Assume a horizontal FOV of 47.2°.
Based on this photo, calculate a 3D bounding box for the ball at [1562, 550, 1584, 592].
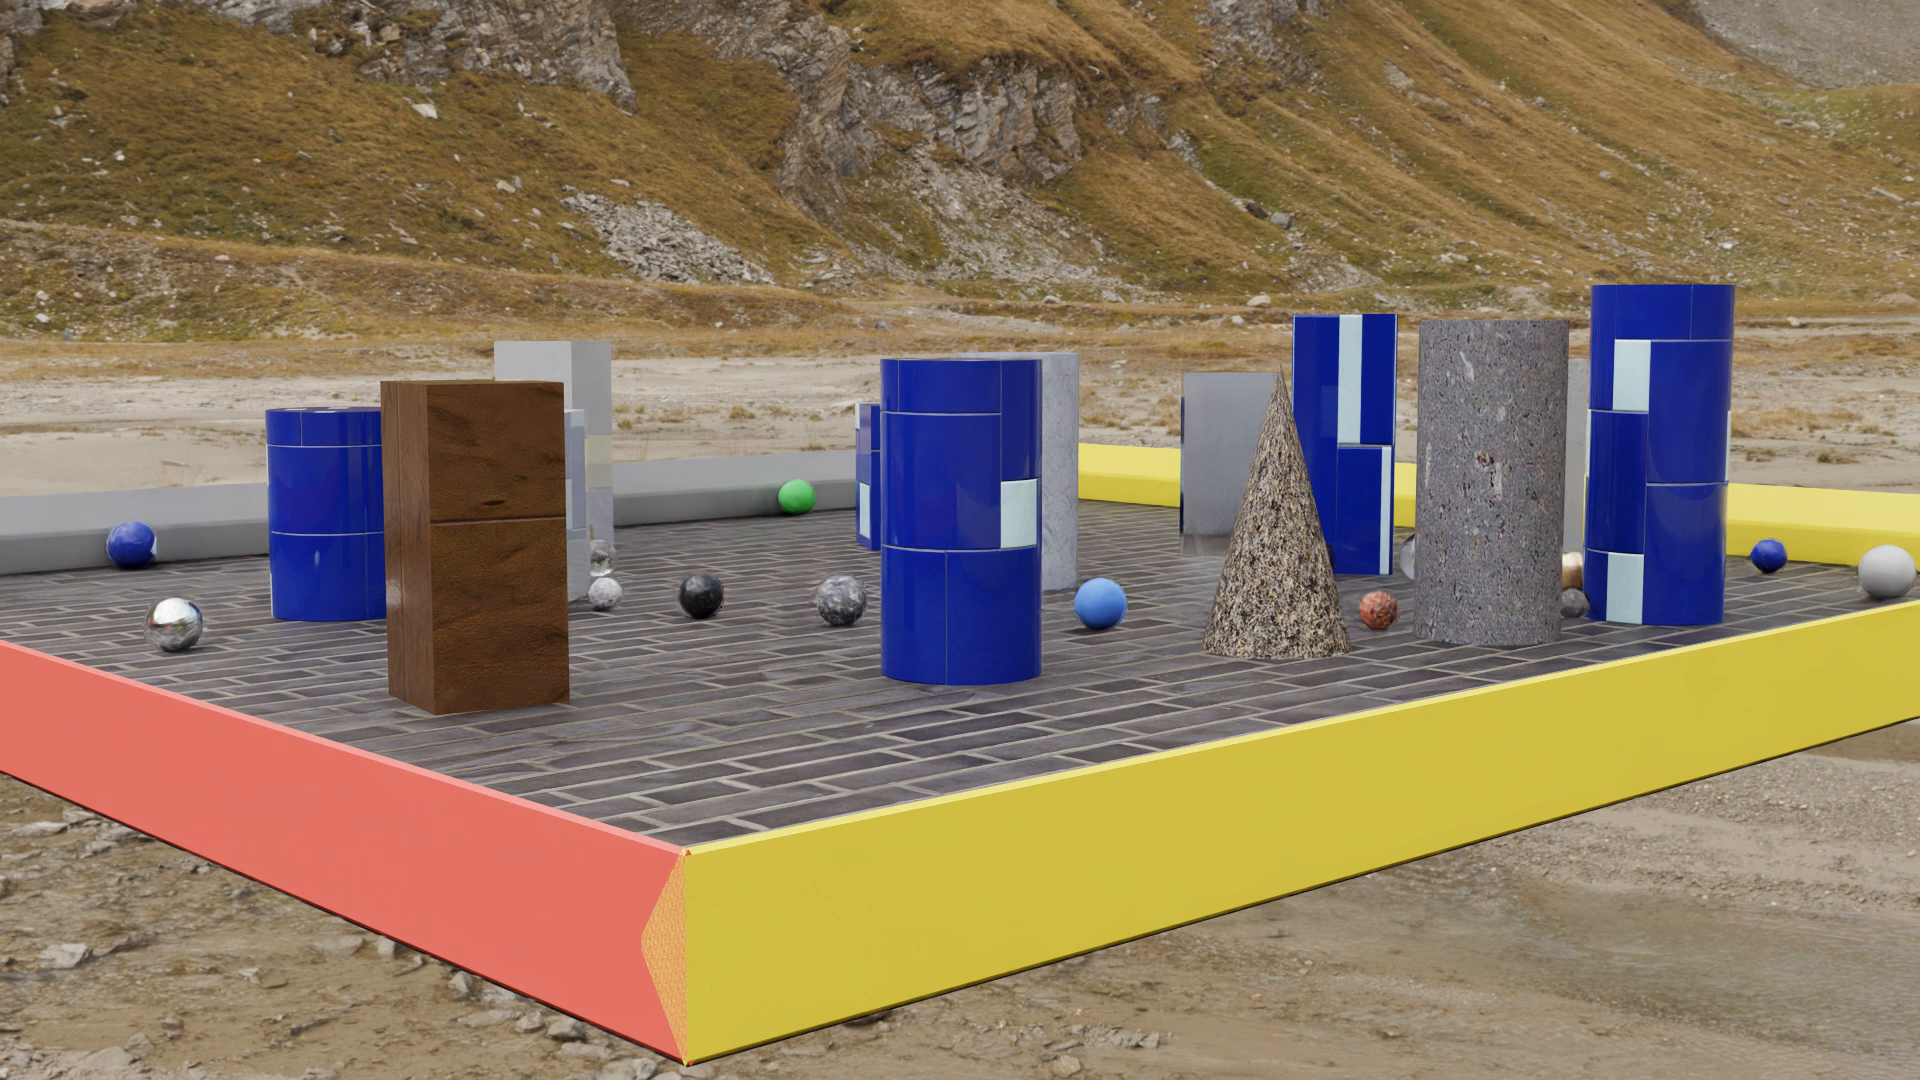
[{"bbox_3d":[0.969,0.051,3.481,0.067,0.067,0.067,0,6,0],"label":"ball"}]

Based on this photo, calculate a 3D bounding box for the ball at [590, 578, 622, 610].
[{"bbox_3d":[-0.529,0.080,3.282,0.049,0.049,0.049,0,6,0],"label":"ball"}]

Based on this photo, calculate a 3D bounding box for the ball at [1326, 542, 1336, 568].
[{"bbox_3d":[0.607,0.030,3.716,0.059,0.059,0.059,0,6,0],"label":"ball"}]

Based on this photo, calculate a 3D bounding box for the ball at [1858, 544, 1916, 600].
[{"bbox_3d":[1.433,0.050,3.401,0.084,0.084,0.084,0,6,0],"label":"ball"}]

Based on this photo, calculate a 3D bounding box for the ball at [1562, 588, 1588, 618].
[{"bbox_3d":[0.887,0.092,3.187,0.044,0.044,0.044,0,6,0],"label":"ball"}]

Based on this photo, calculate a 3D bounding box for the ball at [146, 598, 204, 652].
[{"bbox_3d":[-1.028,0.111,2.877,0.072,0.072,0.072,0,6,0],"label":"ball"}]

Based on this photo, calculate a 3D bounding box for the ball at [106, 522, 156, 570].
[{"bbox_3d":[-1.432,0.009,3.802,0.082,0.082,0.082,0,6,0],"label":"ball"}]

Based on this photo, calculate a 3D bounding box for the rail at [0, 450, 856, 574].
[{"bbox_3d":[-0.932,-0.071,4.337,3.019,0.129,0.045,-5,8,-42],"label":"rail"}]

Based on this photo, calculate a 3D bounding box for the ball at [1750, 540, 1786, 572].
[{"bbox_3d":[1.380,0.027,3.754,0.057,0.057,0.057,0,6,0],"label":"ball"}]

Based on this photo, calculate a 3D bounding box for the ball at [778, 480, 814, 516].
[{"bbox_3d":[-0.357,-0.092,4.793,0.078,0.078,0.078,0,6,0],"label":"ball"}]

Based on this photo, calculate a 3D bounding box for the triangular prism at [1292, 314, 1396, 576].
[{"bbox_3d":[0.668,-0.169,3.791,0.172,0.439,0.149,2,6,16],"label":"triangular prism"}]

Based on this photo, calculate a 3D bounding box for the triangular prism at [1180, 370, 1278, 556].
[{"bbox_3d":[0.487,-0.144,4.059,0.172,0.334,0.149,0,6,0],"label":"triangular prism"}]

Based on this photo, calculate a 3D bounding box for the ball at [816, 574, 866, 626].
[{"bbox_3d":[-0.169,0.085,3.123,0.072,0.072,0.072,0,6,0],"label":"ball"}]

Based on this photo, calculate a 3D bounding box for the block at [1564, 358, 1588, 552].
[{"bbox_3d":[0.925,-0.119,3.664,0.159,0.365,0.159,-2,6,-23],"label":"block"}]

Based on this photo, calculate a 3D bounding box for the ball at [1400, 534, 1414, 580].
[{"bbox_3d":[0.763,0.028,3.601,0.087,0.087,0.087,0,6,0],"label":"ball"}]

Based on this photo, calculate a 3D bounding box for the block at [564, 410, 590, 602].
[{"bbox_3d":[-0.674,-0.053,3.397,0.159,0.290,0.159,1,6,8],"label":"block"}]

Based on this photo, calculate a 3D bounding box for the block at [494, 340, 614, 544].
[{"bbox_3d":[-0.764,-0.181,4.146,0.159,0.389,0.159,2,6,18],"label":"block"}]

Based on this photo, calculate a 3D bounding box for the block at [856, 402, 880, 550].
[{"bbox_3d":[-0.105,-0.124,4.177,0.159,0.269,0.159,-1,6,-13],"label":"block"}]

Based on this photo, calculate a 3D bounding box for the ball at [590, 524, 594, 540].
[{"bbox_3d":[-0.705,-0.009,4.024,0.072,0.072,0.072,0,6,0],"label":"ball"}]

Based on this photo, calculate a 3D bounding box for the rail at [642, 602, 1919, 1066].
[{"bbox_3d":[0.932,0.138,2.327,3.019,0.129,0.045,-5,8,-42],"label":"rail"}]

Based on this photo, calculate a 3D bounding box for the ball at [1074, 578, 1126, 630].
[{"bbox_3d":[0.196,0.089,3.082,0.072,0.072,0.072,0,6,0],"label":"ball"}]

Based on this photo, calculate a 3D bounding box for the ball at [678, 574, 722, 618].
[{"bbox_3d":[-0.378,0.081,3.203,0.064,0.064,0.064,0,6,0],"label":"ball"}]

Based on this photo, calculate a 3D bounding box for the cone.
[{"bbox_3d":[0.419,-0.045,2.898,0.199,0.378,0.199,0,6,0],"label":"cone"}]

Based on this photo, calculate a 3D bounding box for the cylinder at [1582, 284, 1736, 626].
[{"bbox_3d":[1.011,-0.127,3.187,0.199,0.481,0.199,0,6,0],"label":"cylinder"}]

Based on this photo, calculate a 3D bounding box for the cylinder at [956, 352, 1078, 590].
[{"bbox_3d":[0.094,-0.116,3.585,0.199,0.376,0.199,0,6,0],"label":"cylinder"}]

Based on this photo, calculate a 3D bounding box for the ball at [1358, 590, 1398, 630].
[{"bbox_3d":[0.586,0.098,3.081,0.054,0.054,0.054,0,6,0],"label":"ball"}]

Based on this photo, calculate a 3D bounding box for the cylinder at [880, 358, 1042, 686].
[{"bbox_3d":[0.002,-0.029,2.700,0.199,0.386,0.199,0,6,0],"label":"cylinder"}]

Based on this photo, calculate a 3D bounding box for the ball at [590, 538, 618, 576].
[{"bbox_3d":[-0.608,0.030,3.699,0.063,0.063,0.063,0,6,0],"label":"ball"}]

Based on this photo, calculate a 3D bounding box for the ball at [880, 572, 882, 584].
[{"bbox_3d":[-0.094,0.060,3.419,0.061,0.061,0.061,0,6,0],"label":"ball"}]

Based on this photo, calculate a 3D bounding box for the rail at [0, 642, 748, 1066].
[{"bbox_3d":[-1.092,0.138,2.330,0.045,0.129,2.797,-5,8,-42],"label":"rail"}]

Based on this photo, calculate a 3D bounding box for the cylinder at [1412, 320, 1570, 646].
[{"bbox_3d":[0.726,-0.084,3.011,0.199,0.432,0.199,0,6,0],"label":"cylinder"}]

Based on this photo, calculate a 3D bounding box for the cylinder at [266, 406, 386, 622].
[{"bbox_3d":[-0.916,-0.042,3.241,0.199,0.301,0.199,0,6,0],"label":"cylinder"}]

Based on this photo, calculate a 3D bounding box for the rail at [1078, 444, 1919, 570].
[{"bbox_3d":[1.092,-0.071,4.334,0.045,0.129,2.797,-5,8,-42],"label":"rail"}]

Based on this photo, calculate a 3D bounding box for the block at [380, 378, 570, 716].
[{"bbox_3d":[-0.556,0.001,2.519,0.159,0.364,0.159,-4,7,-32],"label":"block"}]
